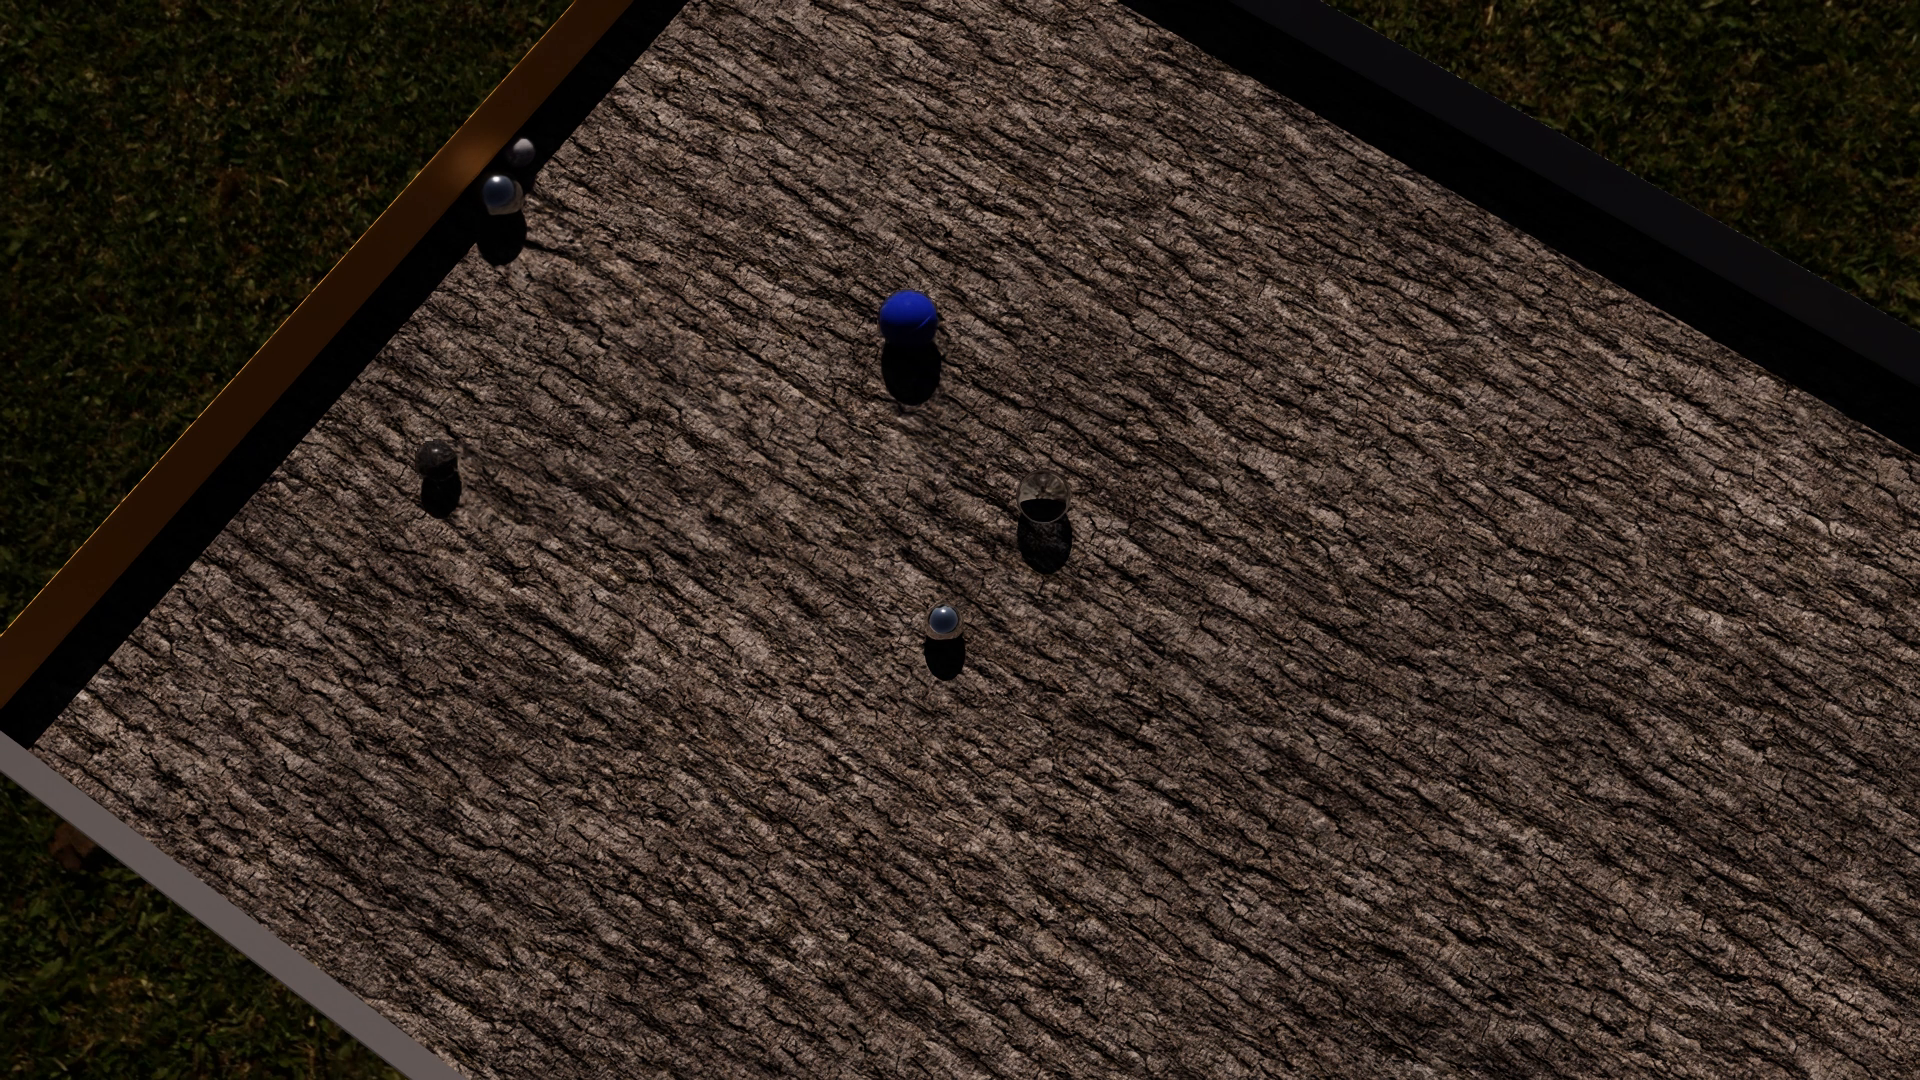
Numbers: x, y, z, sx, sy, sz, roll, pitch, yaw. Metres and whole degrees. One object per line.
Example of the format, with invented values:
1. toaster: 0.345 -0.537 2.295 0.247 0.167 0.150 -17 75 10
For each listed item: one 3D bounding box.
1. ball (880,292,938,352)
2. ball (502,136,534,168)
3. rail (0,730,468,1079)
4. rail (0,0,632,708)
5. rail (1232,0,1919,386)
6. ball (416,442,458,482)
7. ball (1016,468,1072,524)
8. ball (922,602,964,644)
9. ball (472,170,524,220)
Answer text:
1. ball: -0.084 -0.359 3.616 0.098 0.098 0.098 0 68 0
2. ball: -0.755 -0.664 3.763 0.054 0.054 0.054 0 68 0
3. rail: 0.259 1.414 2.885 4.344 0.127 0.045 33 72 12
4. rail: -0.874 -0.570 3.684 0.045 0.127 2.279 33 72 12
5. rail: 1.528 -0.289 3.571 4.344 0.127 0.045 33 72 12
6. ball: -0.842 -0.125 3.540 0.065 0.065 0.065 0 68 0
7. ball: 0.133 -0.070 3.505 0.088 0.088 0.088 0 68 0
8. ball: -0.026 0.129 3.437 0.065 0.065 0.065 0 68 0
9. ball: -0.781 -0.582 3.713 0.085 0.085 0.085 0 68 0
